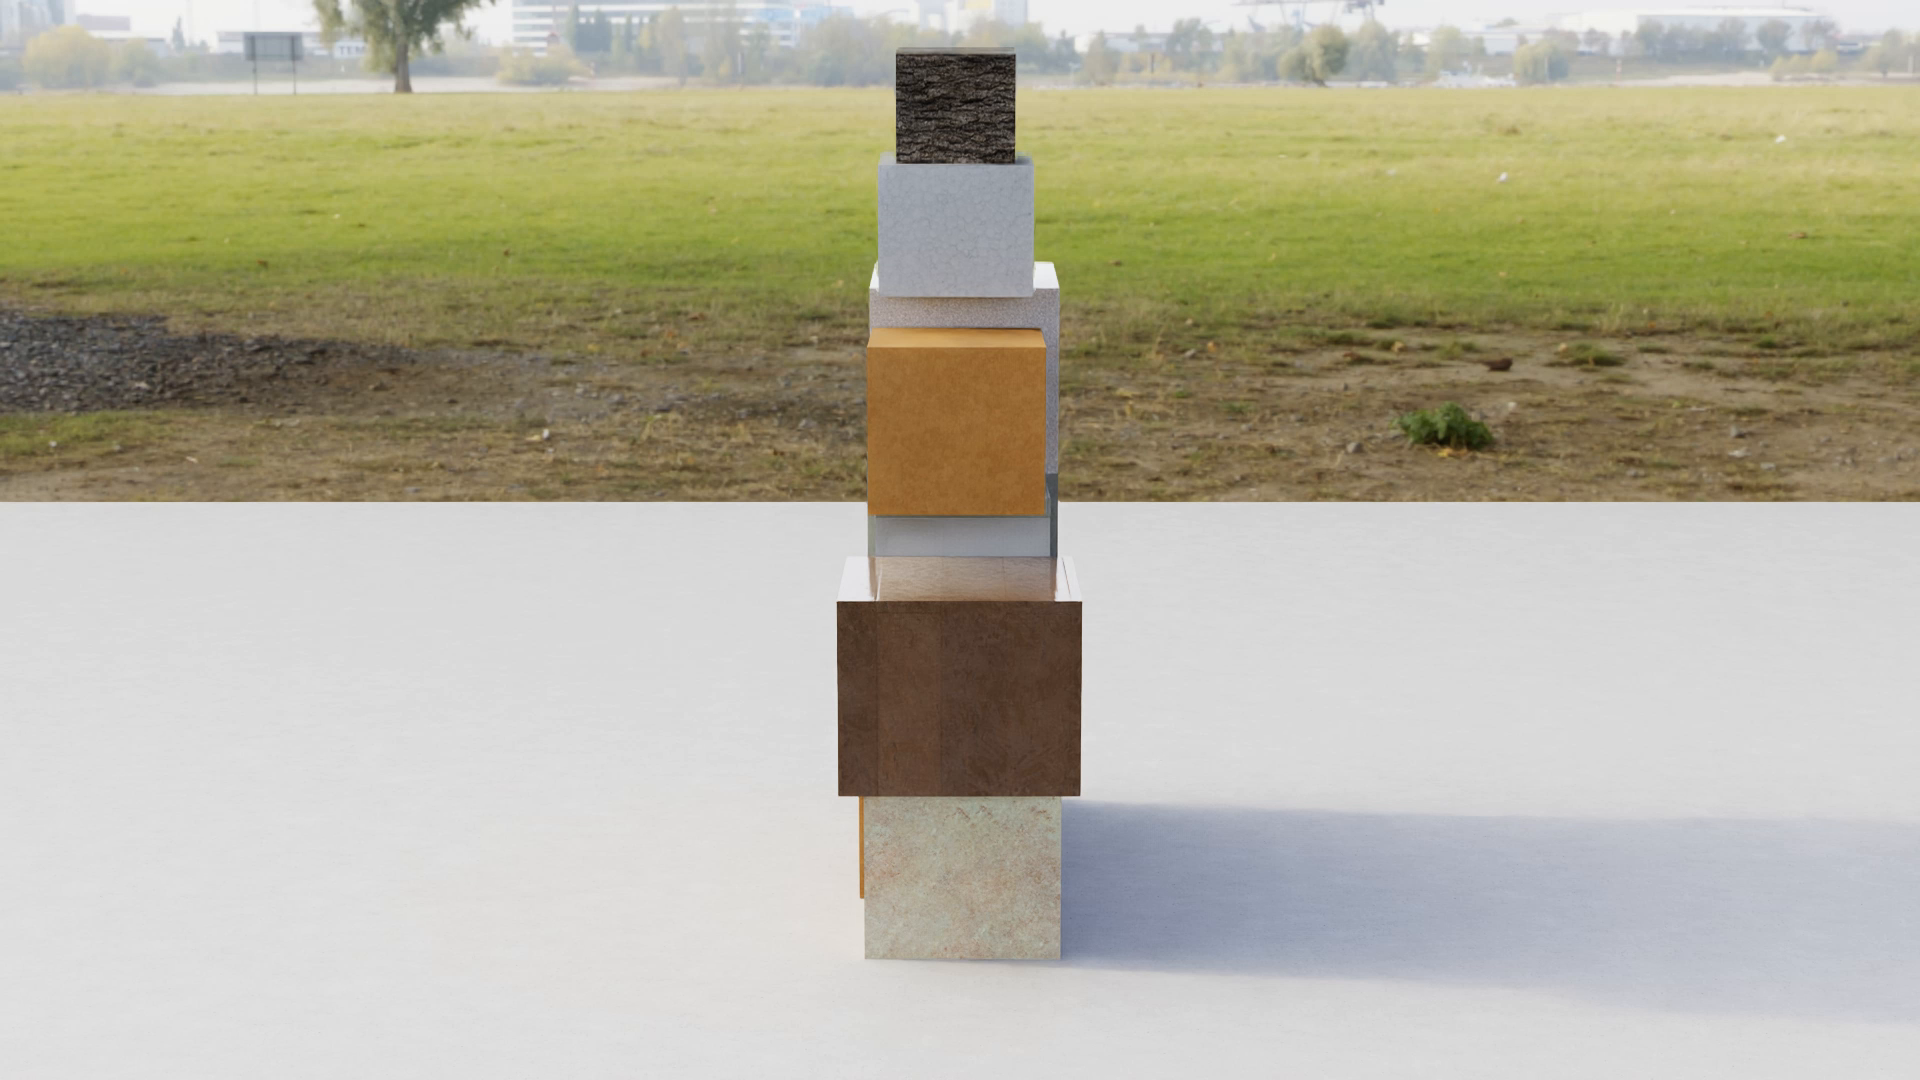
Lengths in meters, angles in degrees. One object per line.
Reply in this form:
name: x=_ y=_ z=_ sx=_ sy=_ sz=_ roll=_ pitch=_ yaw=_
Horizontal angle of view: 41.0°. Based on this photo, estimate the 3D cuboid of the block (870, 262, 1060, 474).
block: x=0.019 y=-0.780 z=11.424 sx=0.811 sy=0.809 sz=0.823 roll=0 pitch=14 yaw=0

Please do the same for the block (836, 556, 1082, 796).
block: x=-0.002 y=0.536 z=10.406 sx=0.947 sy=0.779 sz=0.926 roll=0 pitch=10 yaw=0

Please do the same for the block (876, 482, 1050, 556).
block: x=0.012 y=0.172 z=11.204 sx=0.735 sy=0.844 sz=0.754 roll=0 pitch=10 yaw=0

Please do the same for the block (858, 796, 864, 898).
block: x=-0.013 y=1.026 z=11.395 sx=0.840 sy=0.905 sz=0.836 roll=0 pitch=10 yaw=0

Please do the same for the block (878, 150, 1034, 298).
block: x=-0.017 y=-1.352 z=10.915 sx=0.644 sy=0.545 sz=0.644 roll=0 pitch=14 yaw=0

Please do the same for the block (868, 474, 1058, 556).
block: x=0.012 y=0.000 z=12.068 sx=0.859 sy=0.914 sz=0.941 roll=0 pitch=7 yaw=0

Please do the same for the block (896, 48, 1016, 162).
block: x=-0.018 y=-1.835 z=10.809 sx=0.494 sy=0.443 sz=0.465 roll=0 pitch=14 yaw=0

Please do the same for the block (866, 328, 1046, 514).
block: x=-0.014 y=-0.504 z=10.660 sx=0.716 sy=0.682 sz=0.703 roll=0 pitch=11 yaw=0

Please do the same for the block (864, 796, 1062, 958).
block: x=0.010 y=1.260 z=10.619 sx=0.786 sy=0.722 sz=0.755 roll=0 pitch=10 yaw=0
